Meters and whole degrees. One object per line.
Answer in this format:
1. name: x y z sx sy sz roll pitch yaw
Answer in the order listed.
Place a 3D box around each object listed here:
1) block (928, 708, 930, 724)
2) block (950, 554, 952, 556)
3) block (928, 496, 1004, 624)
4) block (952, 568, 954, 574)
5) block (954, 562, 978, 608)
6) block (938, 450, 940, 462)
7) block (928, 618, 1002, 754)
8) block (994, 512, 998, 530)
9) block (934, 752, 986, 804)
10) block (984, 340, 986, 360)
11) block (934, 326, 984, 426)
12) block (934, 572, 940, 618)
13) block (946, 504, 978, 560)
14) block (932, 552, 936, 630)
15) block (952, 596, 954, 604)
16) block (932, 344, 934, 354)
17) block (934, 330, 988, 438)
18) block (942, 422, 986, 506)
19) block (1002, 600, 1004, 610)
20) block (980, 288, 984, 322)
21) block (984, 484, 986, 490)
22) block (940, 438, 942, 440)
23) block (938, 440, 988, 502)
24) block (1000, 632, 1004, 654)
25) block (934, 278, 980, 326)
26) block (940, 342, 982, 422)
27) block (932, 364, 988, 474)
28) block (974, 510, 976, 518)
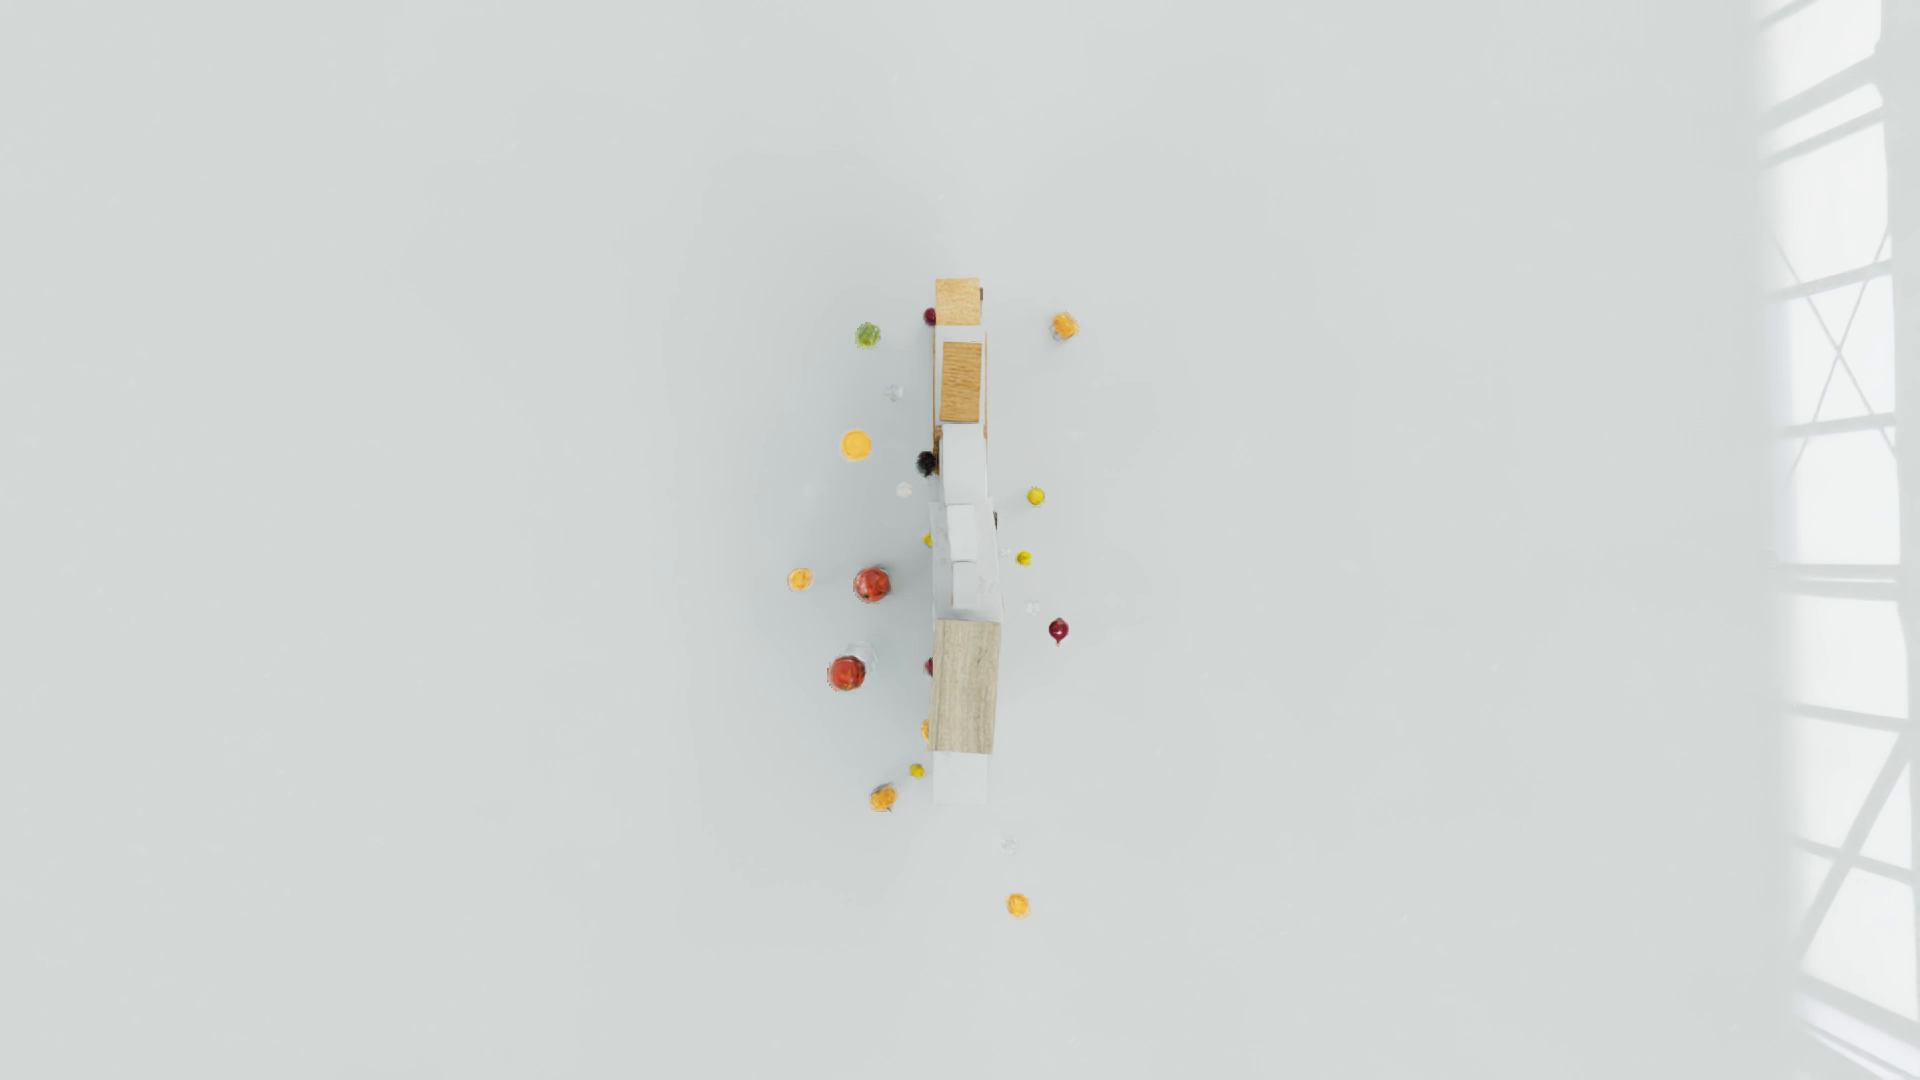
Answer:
1. block: 0.000 0.434 4.097 0.153 0.473 0.043 1 90 0
2. block: 0.009 0.028 4.098 0.067 0.133 0.019 -8 90 -1
3. block: 0.015 0.058 4.188 0.161 0.046 0.322 -5 90 -1
4. block: 0.008 0.074 4.107 0.058 0.115 0.016 -4 89 -1
5. block: 0.014 0.111 4.041 0.058 0.016 0.115 0 90 -1
6. block: 0.006 -0.233 4.701 0.130 0.261 0.037 -1 90 -1
7. block: 0.010 0.340 3.838 0.153 0.043 0.305 4 90 -1
8. block: 0.014 -0.048 4.372 0.161 0.322 0.046 0 90 -1
9. block: 0.001 0.615 4.843 0.155 0.044 0.311 0 90 0
10. block: 0.003 -0.494 4.360 0.126 0.253 0.036 -11 90 0
11. block: 0.000 -0.419 4.216 0.126 0.036 0.253 0 90 0
12. block: 0.005 0.137 4.796 0.154 0.044 0.309 -1 90 0
13. block: 0.006 -0.019 4.022 0.067 0.019 0.133 -6 90 -1
14. block: -0.003 0.117 5.150 0.163 0.046 0.327 0 90 0
15. block: 0.009 0.151 4.107 0.058 0.115 0.016 2 89 -1
16. block: -0.002 -0.519 4.673 0.145 0.290 0.041 -2 90 0
17. block: 0.002 -0.424 4.507 0.145 0.041 0.290 0 90 0
18. block: 0.010 -0.190 4.107 0.102 0.029 0.203 -1 90 -1
19. block: 0.027 0.167 4.387 0.161 0.351 0.046 -10 91 -1
20. block: 0.003 -0.725 5.177 0.130 0.646 0.037 0 90 0
21. block: 0.011 -0.122 4.223 0.102 0.203 0.029 0 89 -1
22. block: 0.000 -0.389 4.864 0.116 0.033 0.232 0 90 0
23. block: 0.009 -0.146 4.552 0.131 0.037 0.261 -1 90 -1
24. block: 0.023 0.234 4.014 0.153 0.305 0.043 2 93 -2
25. block: -0.005 -0.635 4.836 0.130 0.037 0.259 -1 90 0
26. block: 0.002 -0.382 3.993 0.095 0.027 0.190 3 90 0
27. block: 0.001 -0.375 5.138 0.169 0.048 0.338 0 90 0
28. block: 0.003 -0.061 4.098 0.067 0.133 0.019 -6 89 -1
